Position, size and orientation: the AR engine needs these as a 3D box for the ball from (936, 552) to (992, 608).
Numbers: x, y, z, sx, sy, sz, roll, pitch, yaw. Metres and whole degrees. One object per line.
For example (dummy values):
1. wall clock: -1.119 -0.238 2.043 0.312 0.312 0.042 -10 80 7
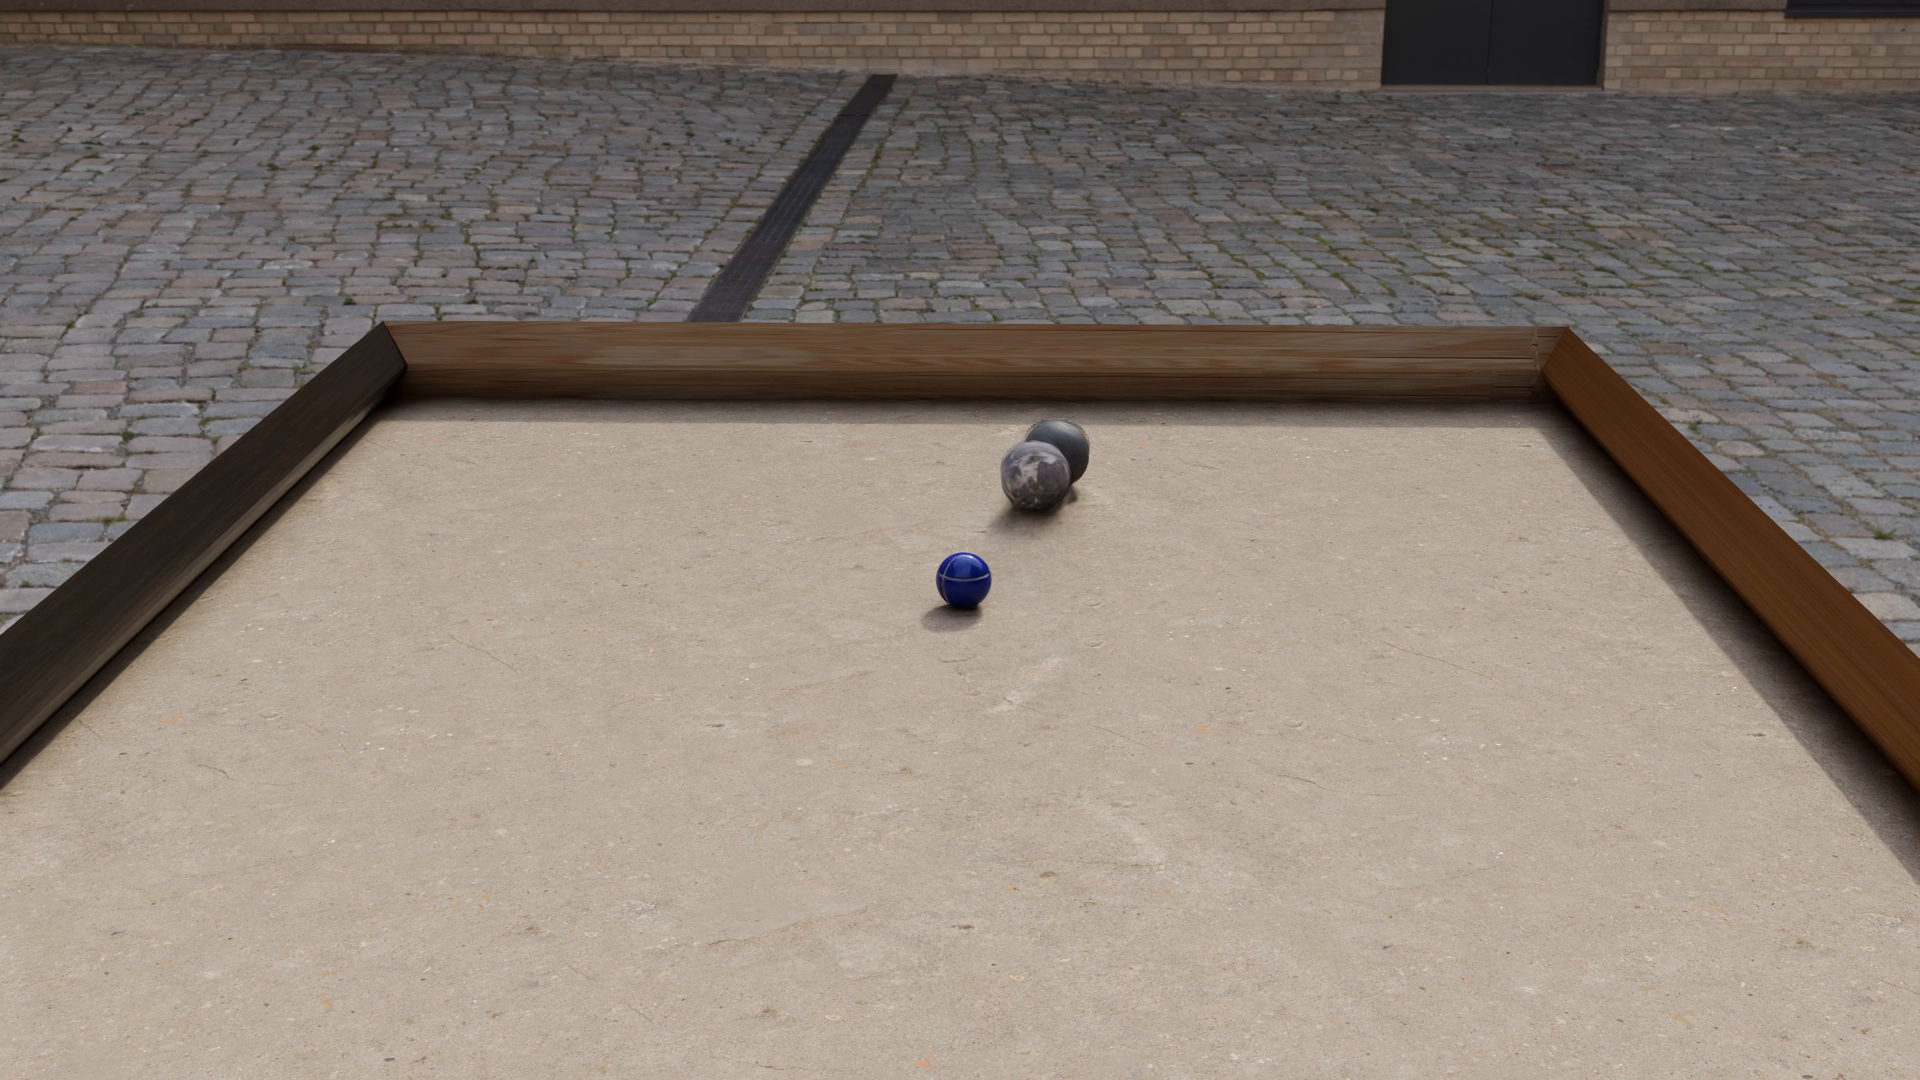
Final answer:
1. ball: 0.004 0.044 2.435 0.062 0.062 0.062 0 19 0

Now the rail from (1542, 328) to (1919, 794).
1. rail: 0.838 0.232 1.788 0.045 0.115 3.098 0 19 1

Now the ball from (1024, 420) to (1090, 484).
1. ball: 0.125 -0.111 2.859 0.089 0.089 0.089 0 19 0

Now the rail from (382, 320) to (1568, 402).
1. rail: 0.017 -0.258 3.252 1.758 0.115 0.045 0 19 1

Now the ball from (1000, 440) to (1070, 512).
1. ball: 0.095 -0.080 2.766 0.089 0.089 0.089 0 19 0

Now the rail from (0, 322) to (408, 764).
1. rail: -0.872 0.220 1.825 0.045 0.115 3.098 0 19 1
